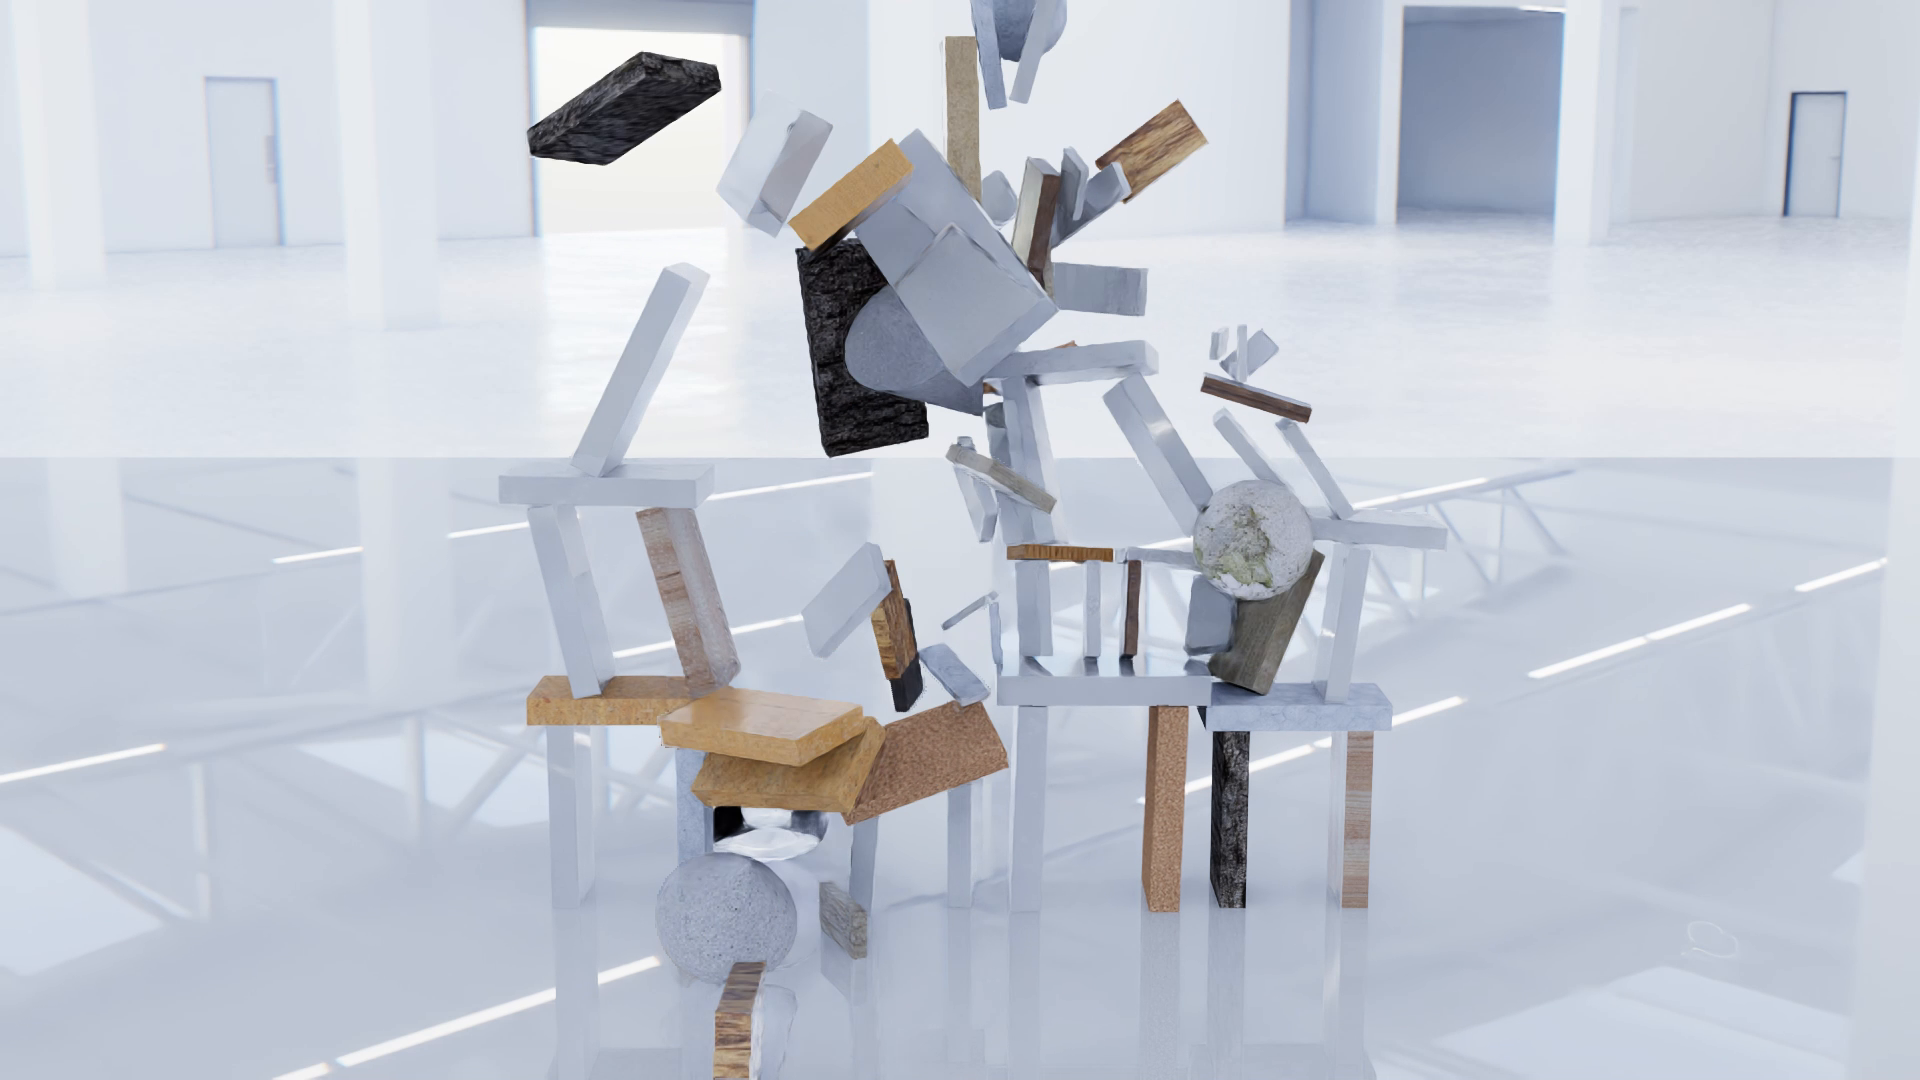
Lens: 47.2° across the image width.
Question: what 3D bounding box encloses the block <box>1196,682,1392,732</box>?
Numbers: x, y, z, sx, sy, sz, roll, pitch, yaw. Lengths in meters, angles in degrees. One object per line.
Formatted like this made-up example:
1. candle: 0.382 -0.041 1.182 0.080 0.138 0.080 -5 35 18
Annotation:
1. block: 0.546 0.274 3.615 0.300 0.042 0.150 0 11 0

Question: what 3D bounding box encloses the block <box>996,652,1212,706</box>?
1. block: 0.231 0.226 3.603 0.344 0.049 0.172 0 11 0

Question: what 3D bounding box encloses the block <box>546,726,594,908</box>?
1. block: -0.645 0.437 3.644 0.044 0.311 0.155 0 11 0

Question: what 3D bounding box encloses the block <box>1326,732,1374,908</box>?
1. block: 0.646 0.442 3.646 0.042 0.300 0.150 0 11 0

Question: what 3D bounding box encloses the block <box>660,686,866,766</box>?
1. block: -0.303 0.282 3.362 0.295 0.042 0.148 4 20 40

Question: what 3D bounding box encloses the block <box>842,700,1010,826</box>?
1. block: -0.073 0.338 3.409 0.267 0.038 0.134 -19 45 -10

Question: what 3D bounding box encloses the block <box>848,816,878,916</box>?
1. block: -0.151 0.468 3.512 0.038 0.267 0.134 4 45 -2

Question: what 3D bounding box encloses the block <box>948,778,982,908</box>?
1. block: 0.009 0.453 3.607 0.038 0.267 0.134 4 25 8

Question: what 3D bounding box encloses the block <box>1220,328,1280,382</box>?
1. block: 0.477 -0.302 3.619 0.092 0.046 0.013 -40 -15 -9

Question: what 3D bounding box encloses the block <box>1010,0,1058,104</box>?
1. block: 0.120 -0.786 3.386 0.029 0.206 0.103 15 28 -3

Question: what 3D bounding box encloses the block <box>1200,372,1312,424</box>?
1. block: 0.474 -0.229 3.531 0.178 0.025 0.089 17 10 3

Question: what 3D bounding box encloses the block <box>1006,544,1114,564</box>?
1. block: 0.165 0.024 3.631 0.157 0.022 0.079 3 -4 -22

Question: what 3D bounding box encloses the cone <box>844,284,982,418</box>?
1. cone: -0.018 -0.265 3.496 0.243 0.243 0.243 8 -28 36

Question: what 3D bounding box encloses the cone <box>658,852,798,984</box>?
1. cone: -0.326 0.515 3.243 0.214 0.214 0.214 -4 -31 -19

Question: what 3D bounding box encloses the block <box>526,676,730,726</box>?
1. block: -0.541 0.262 3.612 0.310 0.044 0.155 0 11 0

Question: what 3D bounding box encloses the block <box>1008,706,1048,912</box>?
1. block: 0.111 0.421 3.636 0.049 0.344 0.172 2 10 -1

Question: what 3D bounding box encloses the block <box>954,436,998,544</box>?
1. block: 0.025 -0.083 3.592 0.023 0.080 0.160 -10 56 -14

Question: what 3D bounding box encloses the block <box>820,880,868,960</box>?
1. block: -0.183 0.594 3.441 0.021 0.076 0.151 -5 11 -23

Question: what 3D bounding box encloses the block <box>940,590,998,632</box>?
1. block: 0.016 0.116 3.608 0.096 0.014 0.048 -34 -3 17

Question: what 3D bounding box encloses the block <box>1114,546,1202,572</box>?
1. block: 0.342 0.032 3.641 0.155 0.022 0.077 5 -7 -11

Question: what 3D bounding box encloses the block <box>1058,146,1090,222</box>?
1. block: 0.177 -0.561 3.465 0.015 0.109 0.054 -21 58 -20

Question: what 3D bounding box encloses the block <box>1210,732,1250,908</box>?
1. block: 0.446 0.442 3.646 0.042 0.300 0.150 0 11 0

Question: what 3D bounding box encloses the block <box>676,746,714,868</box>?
1. block: -0.439 0.437 3.644 0.044 0.310 0.155 0 11 -1

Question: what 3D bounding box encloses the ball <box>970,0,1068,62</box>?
1. ball: 0.094 -0.842 3.507 0.155 0.155 0.155 0 11 0

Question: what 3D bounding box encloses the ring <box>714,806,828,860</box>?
1. ring: -0.330 0.488 3.774 0.210 0.070 0.210 -4 -31 -2

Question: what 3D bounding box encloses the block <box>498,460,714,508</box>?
1. block: -0.565 -0.090 3.534 0.315 0.045 0.158 1 11 4

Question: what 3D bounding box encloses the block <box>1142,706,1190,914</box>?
1. block: 0.338 0.422 3.630 0.049 0.344 0.172 2 11 0

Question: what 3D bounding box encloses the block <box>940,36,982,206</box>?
1. block: 0.001 -0.612 3.473 0.049 0.349 0.175 -2 10 -3

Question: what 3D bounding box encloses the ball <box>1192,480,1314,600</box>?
1. ball: 0.458 0.000 3.438 0.189 0.189 0.189 0 11 0

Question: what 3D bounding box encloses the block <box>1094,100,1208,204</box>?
1. block: 0.306 -0.619 3.507 0.166 0.083 0.023 -36 -4 15

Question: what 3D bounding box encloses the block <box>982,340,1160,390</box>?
1. block: 0.183 -0.290 3.654 0.276 0.039 0.138 -5 -5 14

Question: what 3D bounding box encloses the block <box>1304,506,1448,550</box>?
1. block: 0.660 -0.022 3.620 0.252 0.036 0.126 4 10 -4

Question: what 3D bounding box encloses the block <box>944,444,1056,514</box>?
1. block: 0.057 -0.085 3.058 0.081 0.023 0.163 23 -4 40

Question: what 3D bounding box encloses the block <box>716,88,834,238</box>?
1. block: -0.271 -0.546 3.159 0.049 0.172 0.345 26 9 -19
